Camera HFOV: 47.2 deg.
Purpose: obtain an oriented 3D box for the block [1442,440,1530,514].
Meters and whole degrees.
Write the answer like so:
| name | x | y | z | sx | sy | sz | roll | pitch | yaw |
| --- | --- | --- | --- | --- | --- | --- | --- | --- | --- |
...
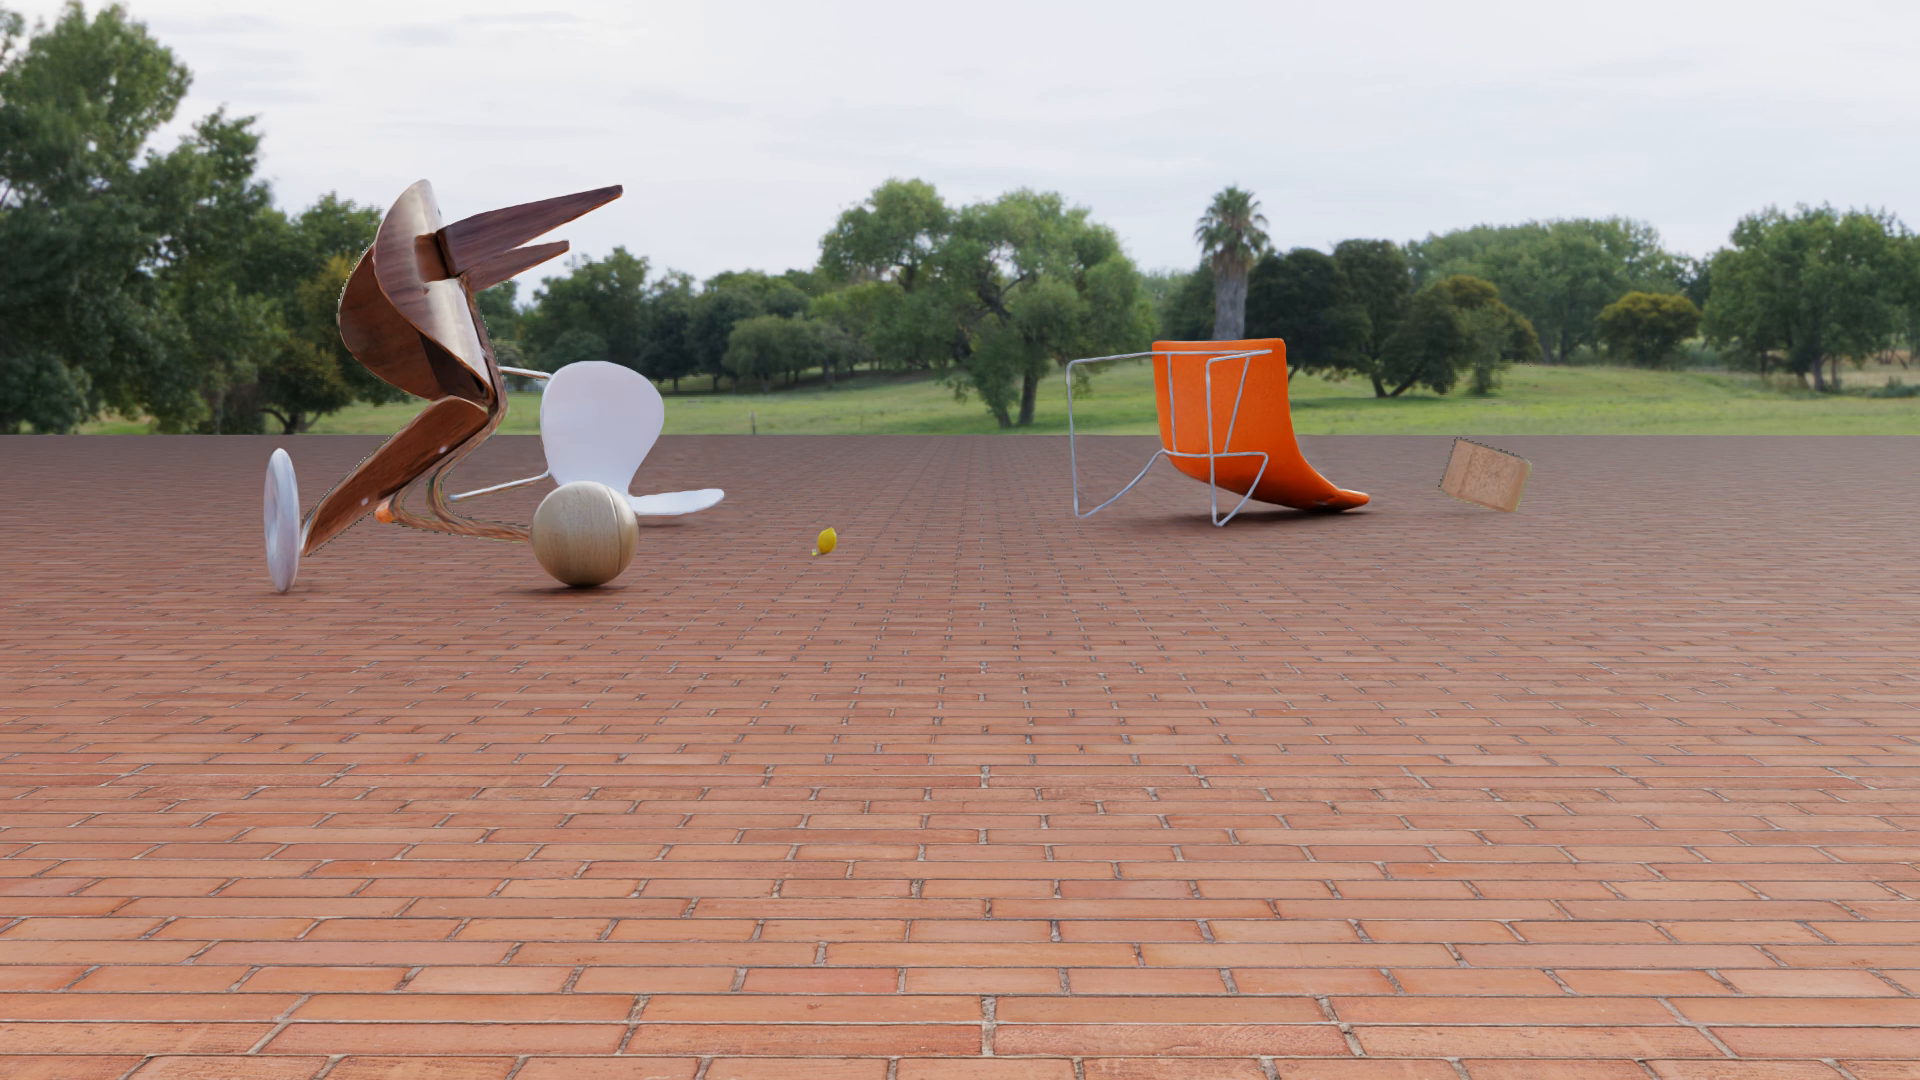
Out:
| name | x | y | z | sx | sy | sz | roll | pitch | yaw |
| --- | --- | --- | --- | --- | --- | --- | --- | --- | --- |
| block | 1.896 | -0.228 | 7.927 | 0.236 | 0.185 | 0.204 | 20 | 3 | 24 |

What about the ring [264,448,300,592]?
| name | x | y | z | sx | sy | sz | roll | pitch | yaw |
| --- | --- | --- | --- | --- | --- | --- | --- | --- | --- |
| ring | -1.495 | -0.042 | 4.846 | 0.045 | 0.322 | 0.315 | -2 | -31 | -25 |

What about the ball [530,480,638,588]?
| name | x | y | z | sx | sy | sz | roll | pitch | yaw |
| --- | --- | --- | --- | --- | --- | --- | --- | --- | --- |
| ball | -0.849 | -0.014 | 4.979 | 0.242 | 0.242 | 0.242 | 0 | 4 | 0 |
